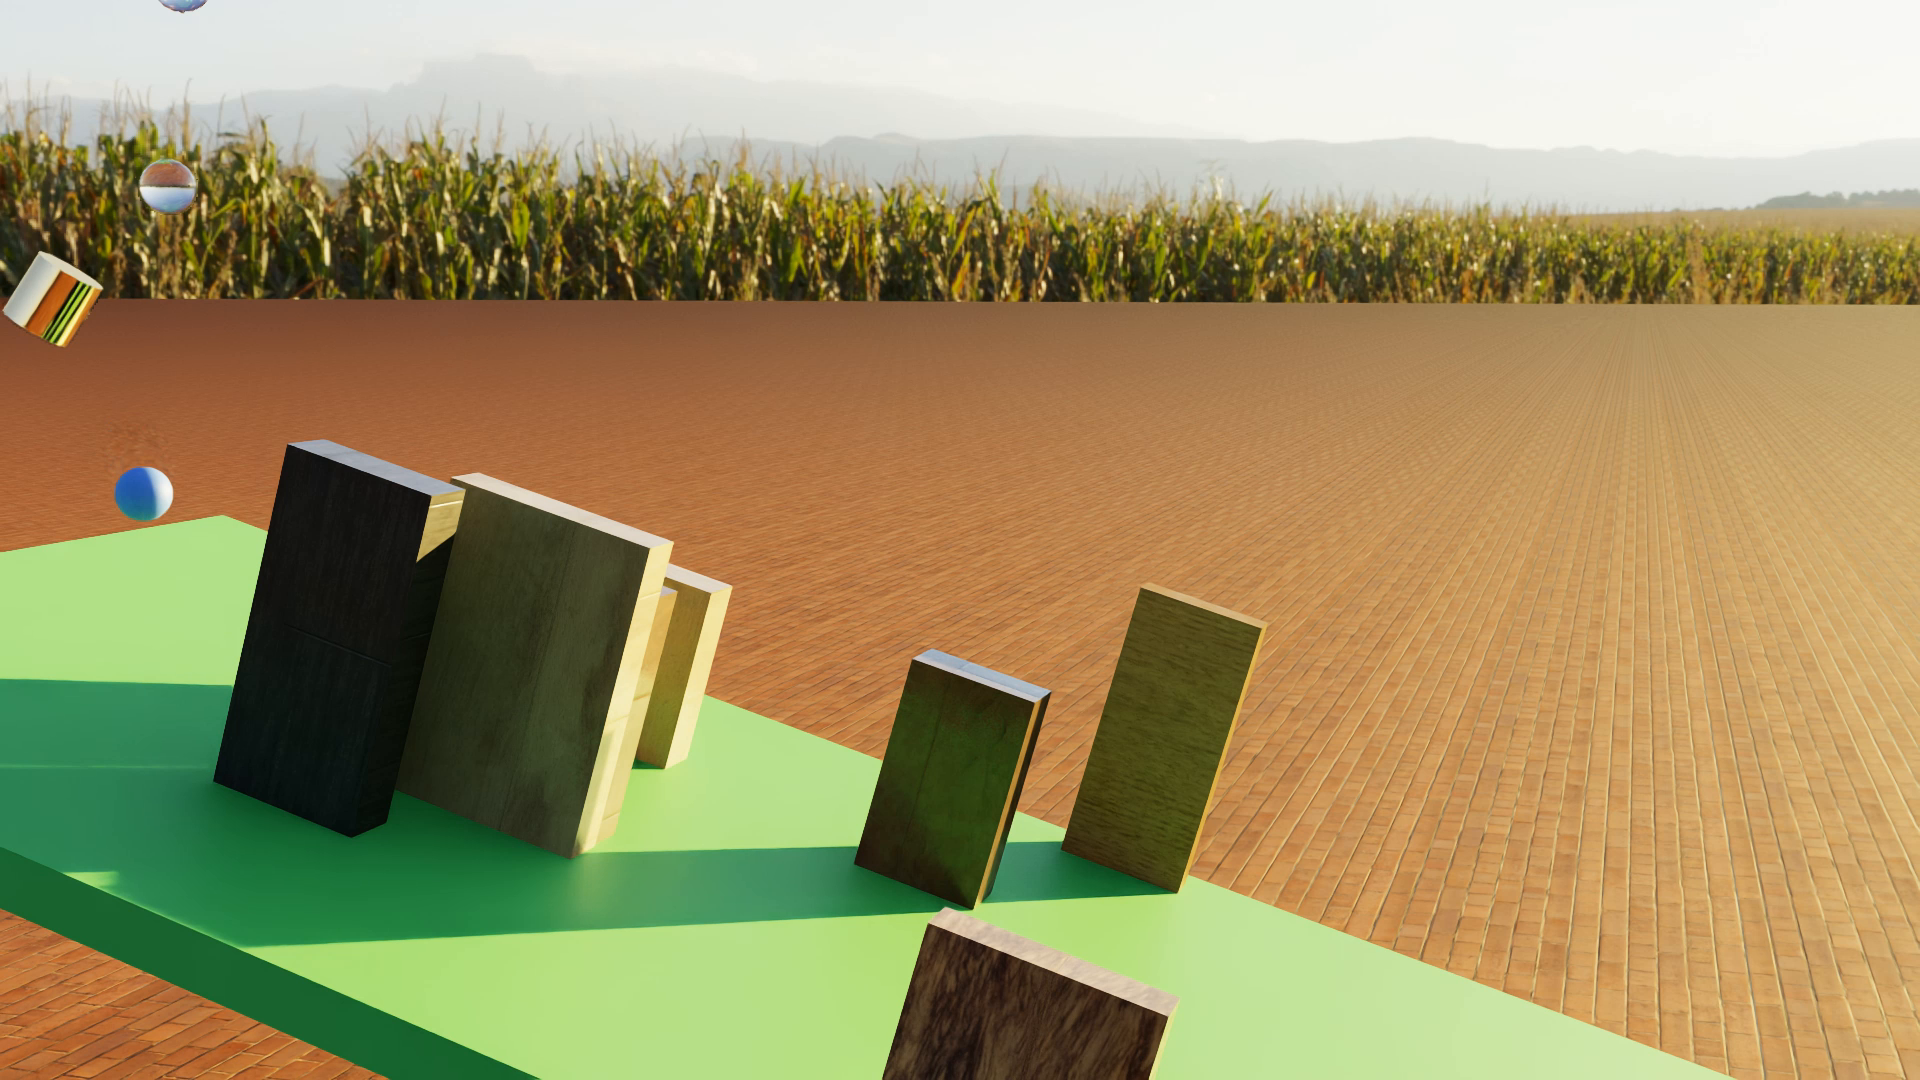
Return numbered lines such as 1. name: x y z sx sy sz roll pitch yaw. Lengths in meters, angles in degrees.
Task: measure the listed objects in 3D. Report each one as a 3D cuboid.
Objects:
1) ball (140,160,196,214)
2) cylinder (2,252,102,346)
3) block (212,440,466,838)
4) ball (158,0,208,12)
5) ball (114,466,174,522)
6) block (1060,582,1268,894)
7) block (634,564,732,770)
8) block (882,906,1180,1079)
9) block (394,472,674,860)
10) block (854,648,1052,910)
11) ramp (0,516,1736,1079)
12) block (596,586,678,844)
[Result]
1. ball: -1.667 -0.744 4.628 0.113 0.113 0.113 0 7 0
2. cylinder: -1.831 -0.486 4.439 0.138 0.138 0.138 33 2 -1
3. block: -1.119 0.175 3.954 0.297 0.645 0.115 19 12 14
4. ball: -1.713 -1.226 4.838 0.127 0.127 0.127 0 7 0
5. ball: -1.703 -0.096 4.589 0.115 0.115 0.115 0 7 0
6. block: 0.451 0.439 4.884 0.280 0.629 0.084 19 12 14
7. block: -0.760 0.229 4.796 0.429 0.404 0.114 19 12 14
8. block: 0.081 0.798 3.214 0.371 0.408 0.085 19 12 14
9. block: -0.822 0.234 4.146 0.420 0.617 0.101 19 12 14
10. block: -0.016 0.484 4.478 0.266 0.451 0.129 19 12 14
11. ramp: -0.373 0.724 4.237 4.000 0.100 2.000 19 12 14
12. block: -0.753 0.295 4.234 0.290 0.505 0.092 19 12 14
